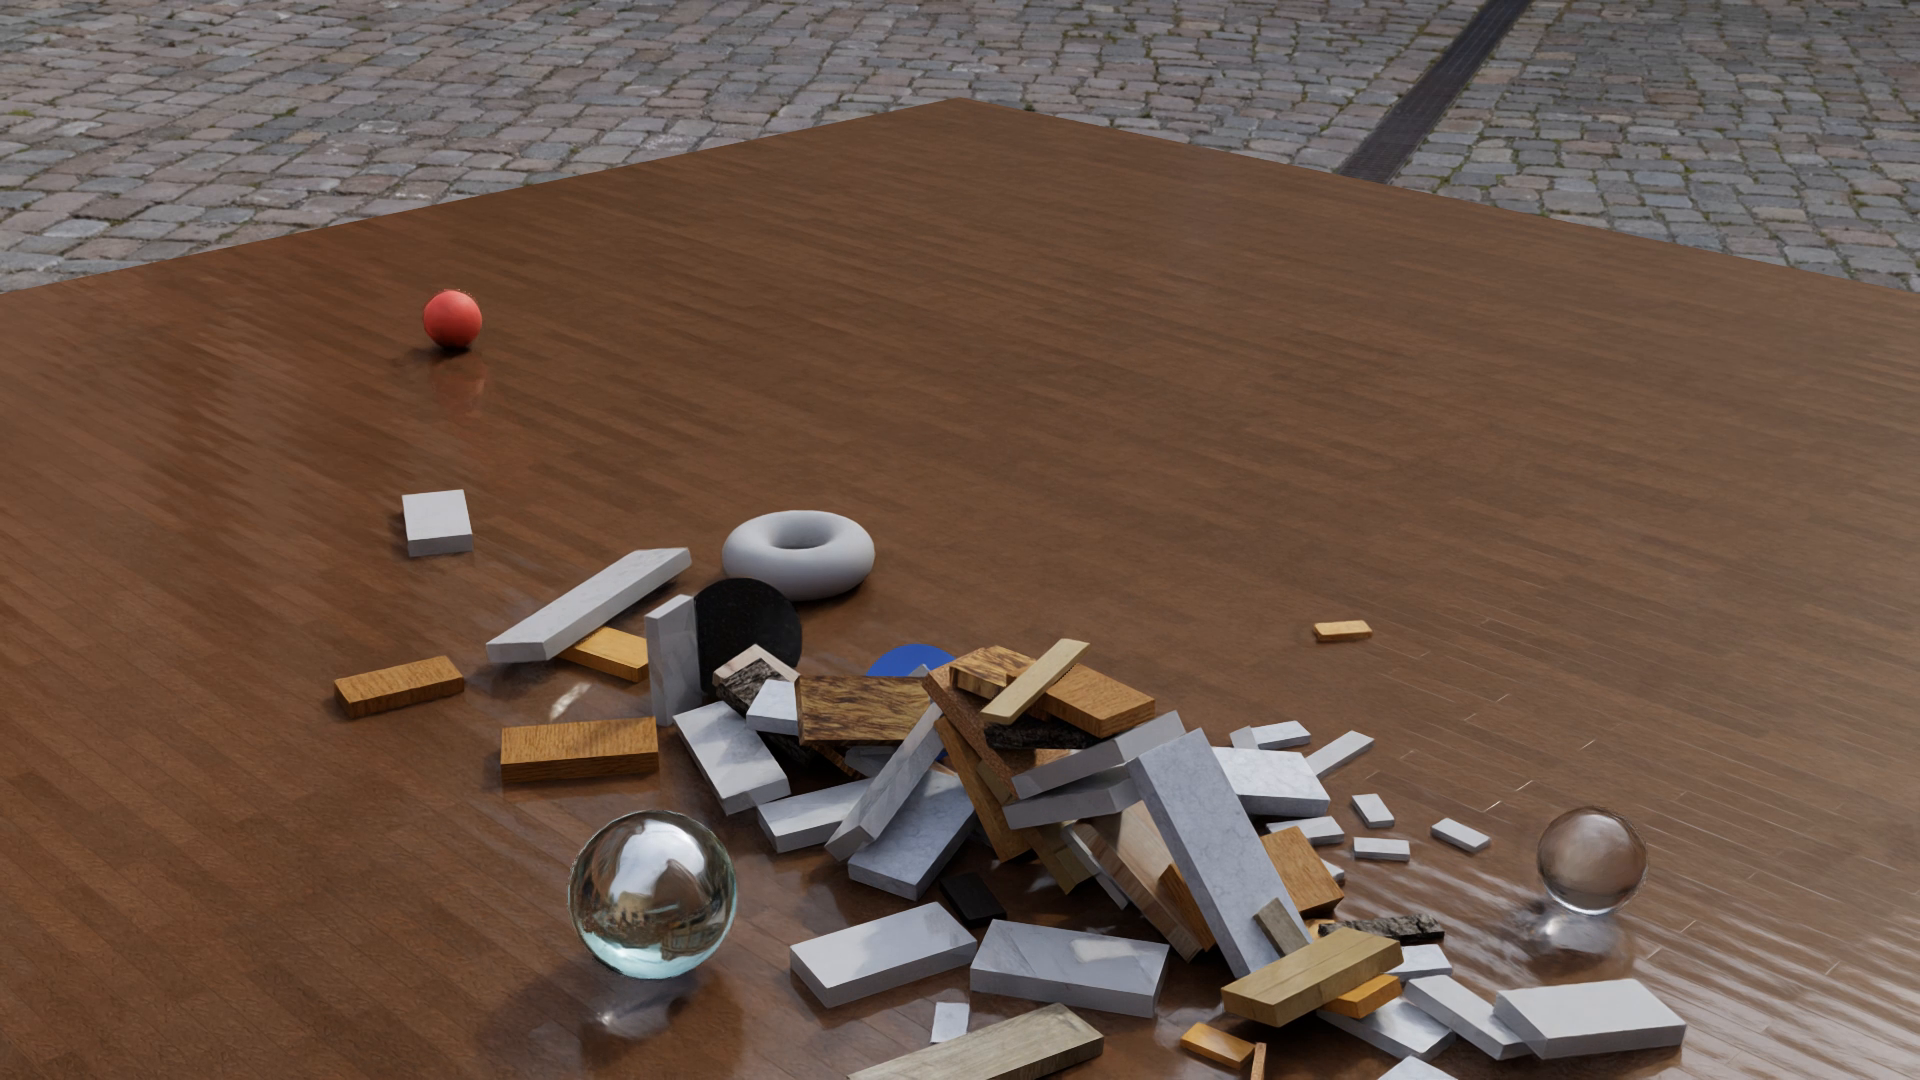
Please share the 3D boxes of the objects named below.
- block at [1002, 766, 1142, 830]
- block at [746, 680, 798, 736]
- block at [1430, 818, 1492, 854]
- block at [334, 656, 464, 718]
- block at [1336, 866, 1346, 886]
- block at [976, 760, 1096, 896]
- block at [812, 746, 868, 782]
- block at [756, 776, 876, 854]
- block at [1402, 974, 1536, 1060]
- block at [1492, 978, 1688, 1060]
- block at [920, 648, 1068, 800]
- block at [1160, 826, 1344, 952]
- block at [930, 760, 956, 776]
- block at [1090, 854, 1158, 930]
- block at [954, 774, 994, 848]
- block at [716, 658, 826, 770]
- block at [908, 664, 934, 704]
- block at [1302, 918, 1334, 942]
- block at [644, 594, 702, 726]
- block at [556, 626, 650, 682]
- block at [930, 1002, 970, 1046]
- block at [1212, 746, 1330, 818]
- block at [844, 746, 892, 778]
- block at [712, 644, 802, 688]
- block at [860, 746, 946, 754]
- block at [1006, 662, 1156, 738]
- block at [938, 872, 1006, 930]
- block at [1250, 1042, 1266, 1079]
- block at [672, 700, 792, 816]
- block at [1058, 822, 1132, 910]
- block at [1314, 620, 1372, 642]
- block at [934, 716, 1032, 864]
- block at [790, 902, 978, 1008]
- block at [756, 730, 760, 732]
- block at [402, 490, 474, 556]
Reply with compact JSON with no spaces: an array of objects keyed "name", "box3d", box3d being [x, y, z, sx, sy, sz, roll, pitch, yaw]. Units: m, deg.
[{"name":"block","box3d":[0.239,0.471,4.080,0.162,0.046,0.323,-22,2,-37]},{"name":"block","box3d":[-0.297,0.358,4.583,0.267,0.038,0.134,6,31,13]},{"name":"block","box3d":[0.993,0.586,4.360,0.053,0.015,0.106,-20,30,-38]},{"name":"block","box3d":[-1.260,0.328,4.941,0.258,0.037,0.129,-13,26,-27]},{"name":"block","box3d":[0.686,0.646,4.220,0.095,0.014,0.048,-2,23,-4]},{"name":"block","box3d":[0.179,0.526,4.255,0.152,0.043,0.304,-21,65,-40]},{"name":"block","box3d":[-0.248,0.424,4.618,0.211,0.030,0.105,35,35,16]},{"name":"block","box3d":[-0.255,0.546,4.397,0.274,0.039,0.137,-12,24,-17]},{"name":"block","box3d":[0.871,0.813,3.753,0.107,0.030,0.213,2,20,-41]},{"name":"block","box3d":[1.070,0.812,3.738,0.288,0.041,0.144,0,21,-23]},{"name":"block","box3d":[0.078,0.356,4.286,0.152,0.043,0.304,-22,62,-40]},{"name":"block","box3d":[0.540,0.640,4.052,0.327,0.046,0.163,-10,55,-36]},{"name":"block","box3d":[-0.047,0.494,4.484,0.167,0.024,0.084,29,33,25]},{"name":"block","box3d":[0.342,0.634,4.114,0.095,0.027,0.191,-23,62,-42]},{"name":"block","box3d":[0.031,0.537,4.382,0.167,0.024,0.084,33,61,32]},{"name":"block","box3d":[-0.376,0.368,4.683,0.267,0.038,0.134,37,39,19]},{"name":"block","box3d":[-0.117,0.349,4.644,0.173,0.086,0.024,-39,-11,6]},{"name":"block","box3d":[0.657,0.731,4.016,0.058,0.017,0.117,2,23,6]},{"name":"block","box3d":[-0.626,0.263,4.808,0.037,0.258,0.129,10,25,28]},{"name":"block","box3d":[-0.803,0.259,5.103,0.258,0.037,0.129,14,27,30]},{"name":"block","box3d":[-0.016,0.835,3.772,0.058,0.016,0.115,2,23,4]},{"name":"block","box3d":[0.567,0.486,4.439,0.325,0.046,0.162,6,29,-20]},{"name":"block","box3d":[-0.122,0.475,4.539,0.211,0.030,0.105,27,32,22]},{"name":"block","box3d":[-0.397,0.337,4.802,0.267,0.038,0.134,32,44,26]},{"name":"block","box3d":[-0.104,0.400,4.572,0.211,0.030,0.105,-2,30,-3]},{"name":"block","box3d":[0.222,0.288,4.081,0.133,0.038,0.266,-17,26,-36]},{"name":"block","box3d":[0.023,0.678,4.136,0.076,0.022,0.152,-9,24,-20]},{"name":"block","box3d":[0.487,0.883,3.604,0.017,0.059,0.118,5,23,11]},{"name":"block","box3d":[-0.481,0.447,4.595,0.137,0.039,0.437,-17,23,-15]},{"name":"block","box3d":[0.285,0.607,4.181,0.095,0.027,0.191,-21,60,-40]},{"name":"block","box3d":[0.910,0.216,5.229,0.124,0.018,0.062,-4,23,-9]},{"name":"block","box3d":[0.080,0.464,4.326,0.152,0.304,0.043,-21,-8,-40]},{"name":"block","box3d":[-0.137,0.743,3.954,0.302,0.043,0.151,-12,26,-27]},{"name":"block","box3d":[-0.448,0.395,4.808,0.124,0.018,0.062,6,24,13]},{"name":"block","box3d":[-1.382,-0.047,5.813,0.162,0.046,0.324,-6,24,-14]}]
